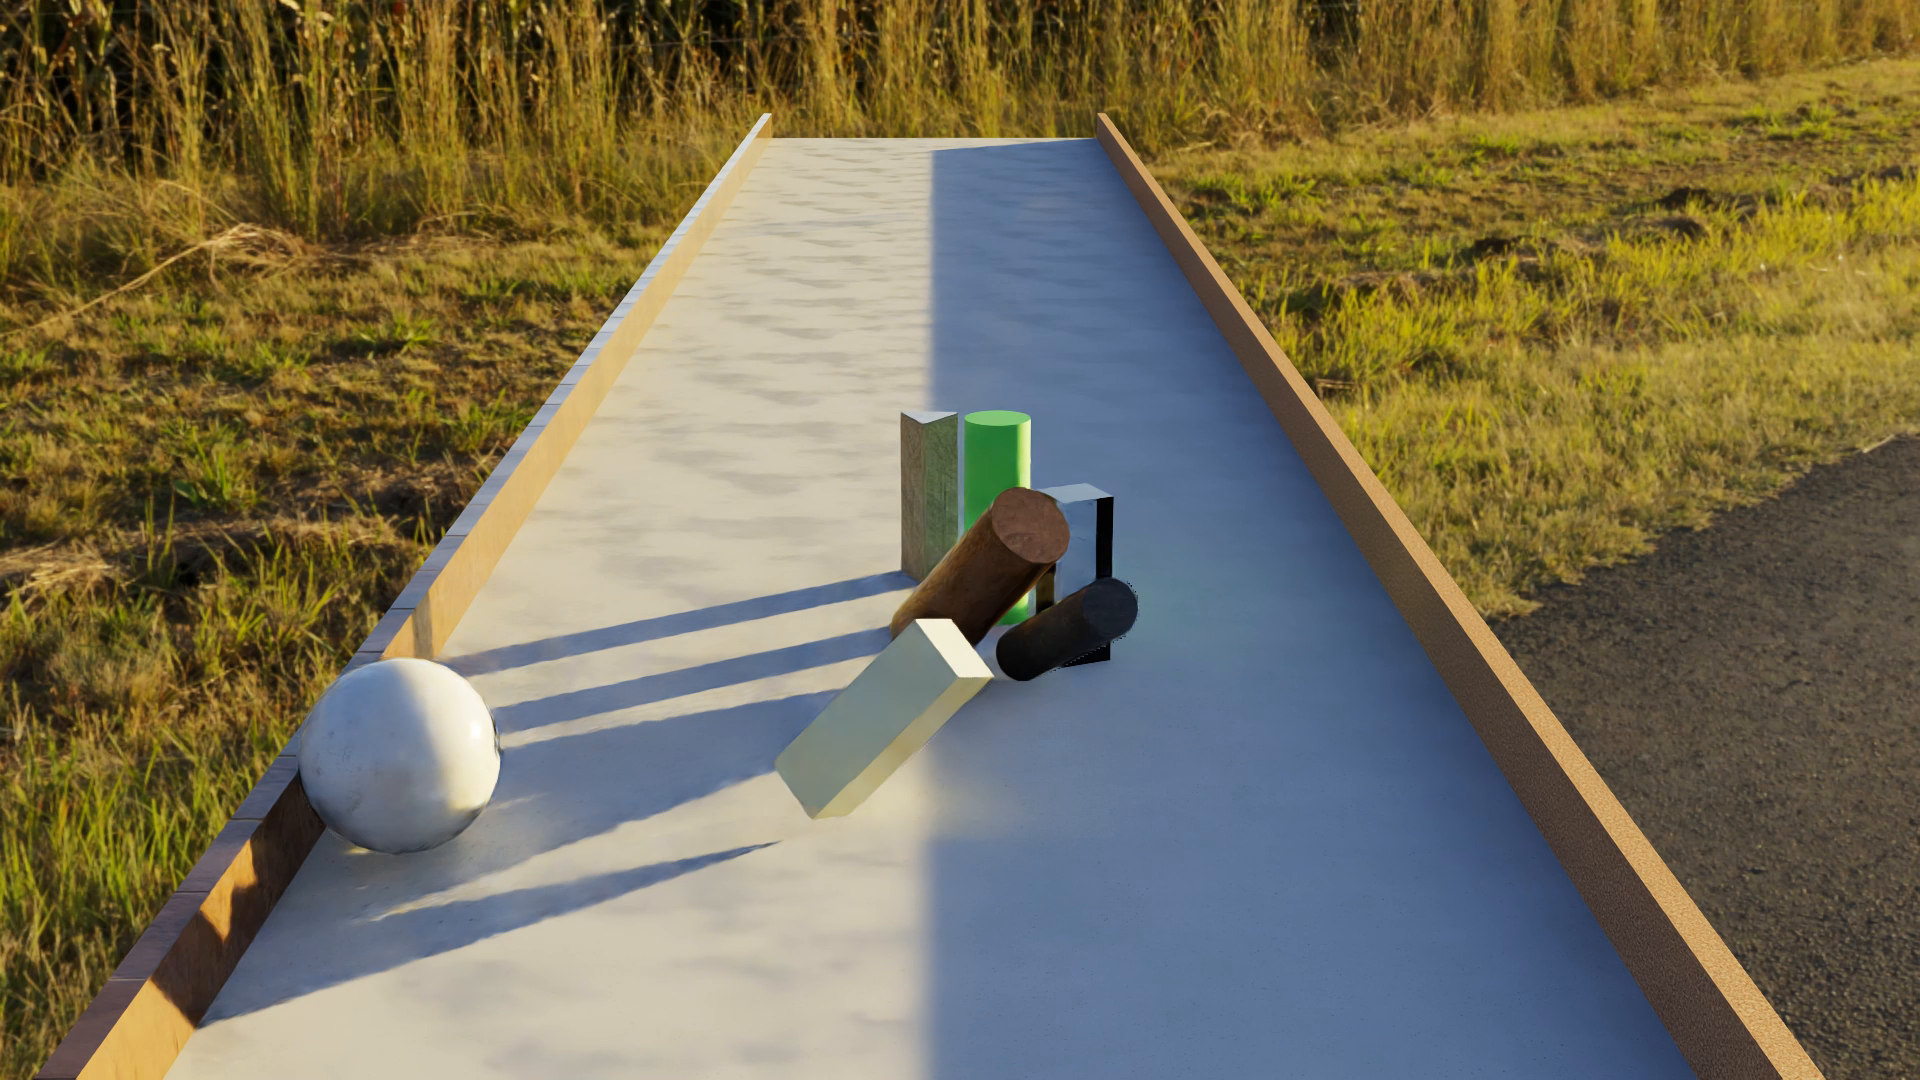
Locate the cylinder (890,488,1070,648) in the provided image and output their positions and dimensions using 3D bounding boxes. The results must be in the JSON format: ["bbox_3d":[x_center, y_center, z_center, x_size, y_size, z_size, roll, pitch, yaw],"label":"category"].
[{"bbox_3d":[0.032,0.083,4.204,0.162,0.162,0.445,-12,-23,-35],"label":"cylinder"}]

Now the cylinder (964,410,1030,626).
[{"bbox_3d":[0.078,-0.047,4.627,0.137,0.432,0.137,0,17,0],"label":"cylinder"}]

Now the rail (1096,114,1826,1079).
[{"bbox_3d":[0.932,-0.844,7.801,0.050,0.150,12.000,0,17,-1],"label":"rail"}]

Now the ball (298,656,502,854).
[{"bbox_3d":[-0.890,0.343,3.501,0.313,0.313,0.313,0,17,0],"label":"ball"}]

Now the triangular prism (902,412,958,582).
[{"bbox_3d":[-0.087,-0.101,4.917,0.110,0.369,0.126,12,20,34],"label":"triangular prism"}]

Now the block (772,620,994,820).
[{"bbox_3d":[-0.127,0.290,3.553,0.119,0.355,0.119,52,21,20],"label":"block"}]

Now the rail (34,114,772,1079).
[{"bbox_3d":[-1.118,-0.838,7.780,0.050,0.150,12.000,0,17,-1],"label":"rail"}]

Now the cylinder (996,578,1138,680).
[{"bbox_3d":[0.194,0.171,4.113,0.107,0.107,0.437,-7,-11,-22],"label":"cylinder"}]

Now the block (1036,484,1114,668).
[{"bbox_3d":[0.228,0.070,4.394,0.112,0.341,0.112,-8,18,-24],"label":"block"}]
